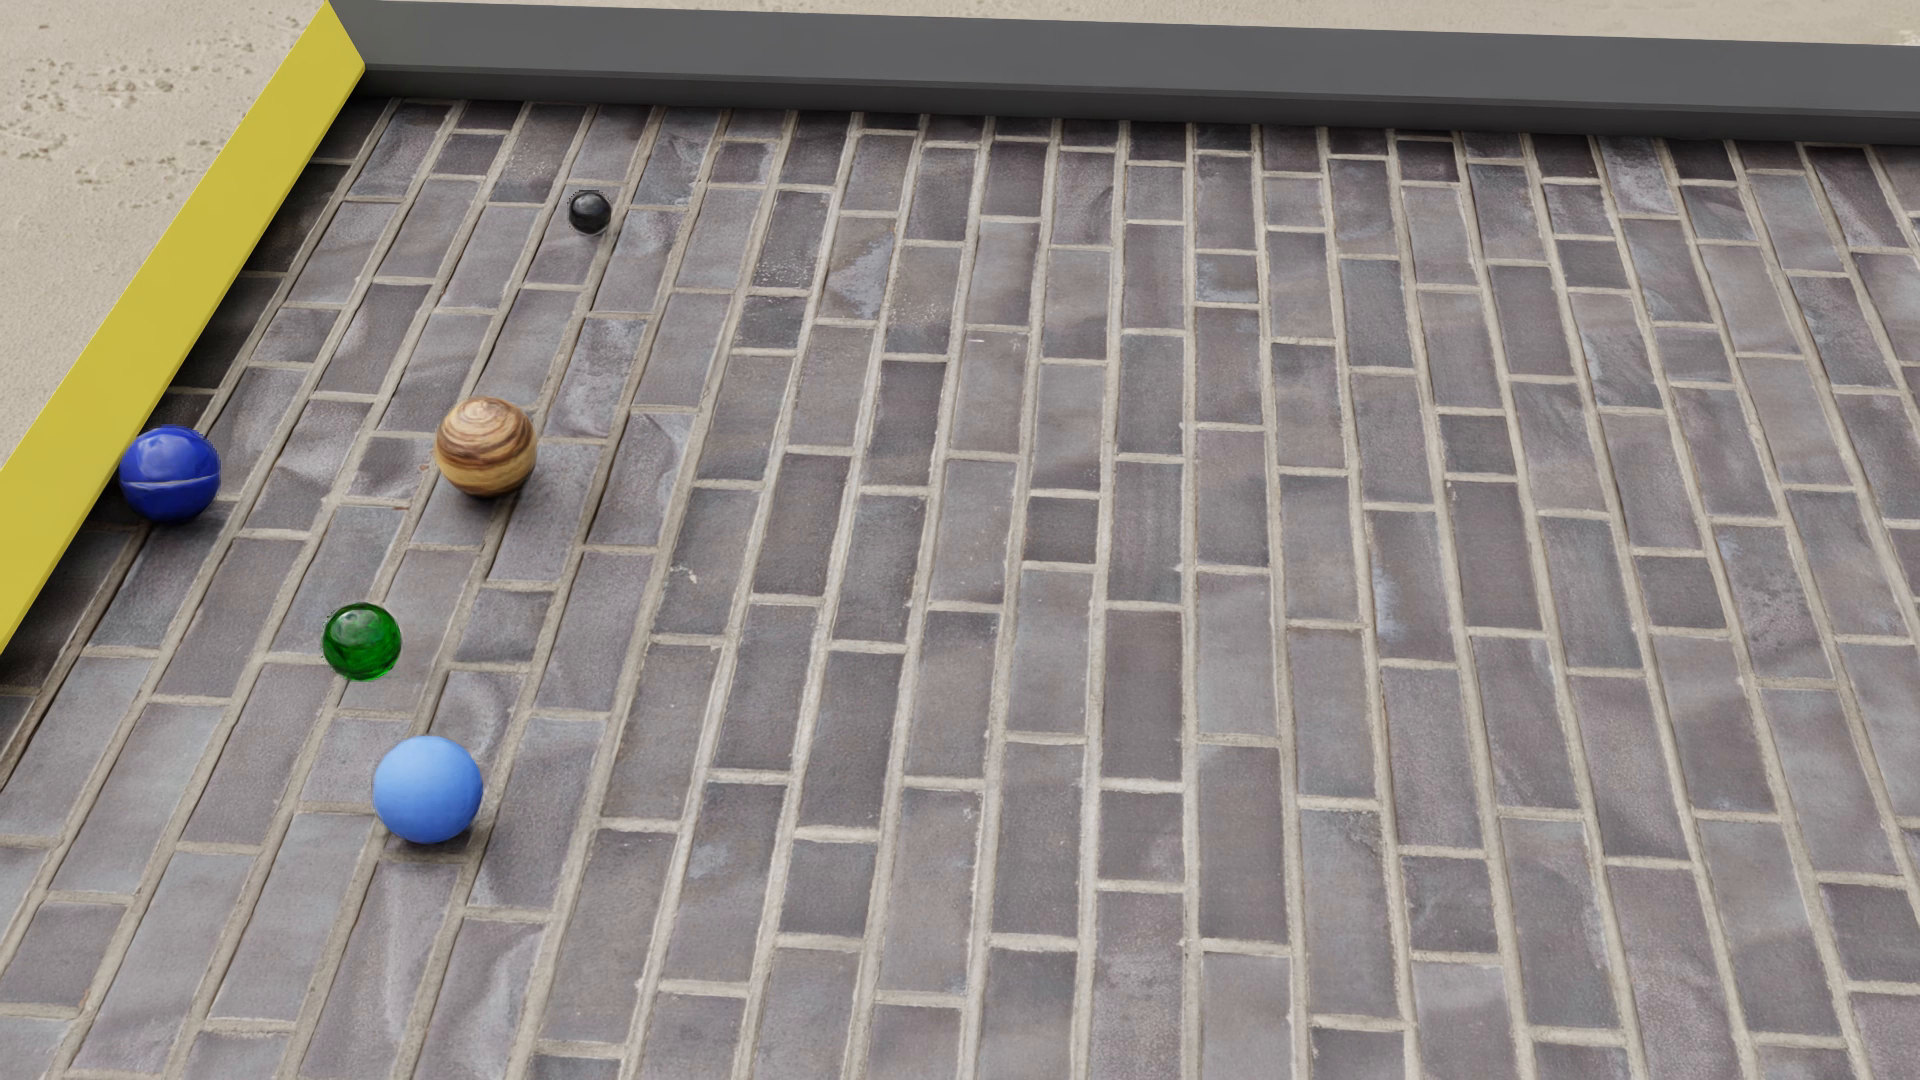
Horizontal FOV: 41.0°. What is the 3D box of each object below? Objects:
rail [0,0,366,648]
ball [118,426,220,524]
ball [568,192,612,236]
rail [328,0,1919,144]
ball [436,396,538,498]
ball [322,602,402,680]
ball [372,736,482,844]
[{"bbox_3d":[-0.669,-0.046,1.944,0.045,0.103,1.587,2,35,3],"label":"rail"},{"bbox_3d":[-0.609,-0.050,1.976,0.075,0.075,0.075,0,35,0],"label":"ball"},{"bbox_3d":[-0.341,-0.301,2.367,0.040,0.040,0.040,0,35,0],"label":"ball"},{"bbox_3d":[0.749,-0.428,2.492,2.778,0.103,0.045,2,35,3],"label":"rail"},{"bbox_3d":[-0.370,-0.072,2.005,0.079,0.079,0.079,0,35,0],"label":"ball"},{"bbox_3d":[-0.424,0.072,1.818,0.056,0.056,0.056,0,35,0],"label":"ball"},{"bbox_3d":[-0.348,0.163,1.675,0.071,0.071,0.071,0,35,0],"label":"ball"}]
